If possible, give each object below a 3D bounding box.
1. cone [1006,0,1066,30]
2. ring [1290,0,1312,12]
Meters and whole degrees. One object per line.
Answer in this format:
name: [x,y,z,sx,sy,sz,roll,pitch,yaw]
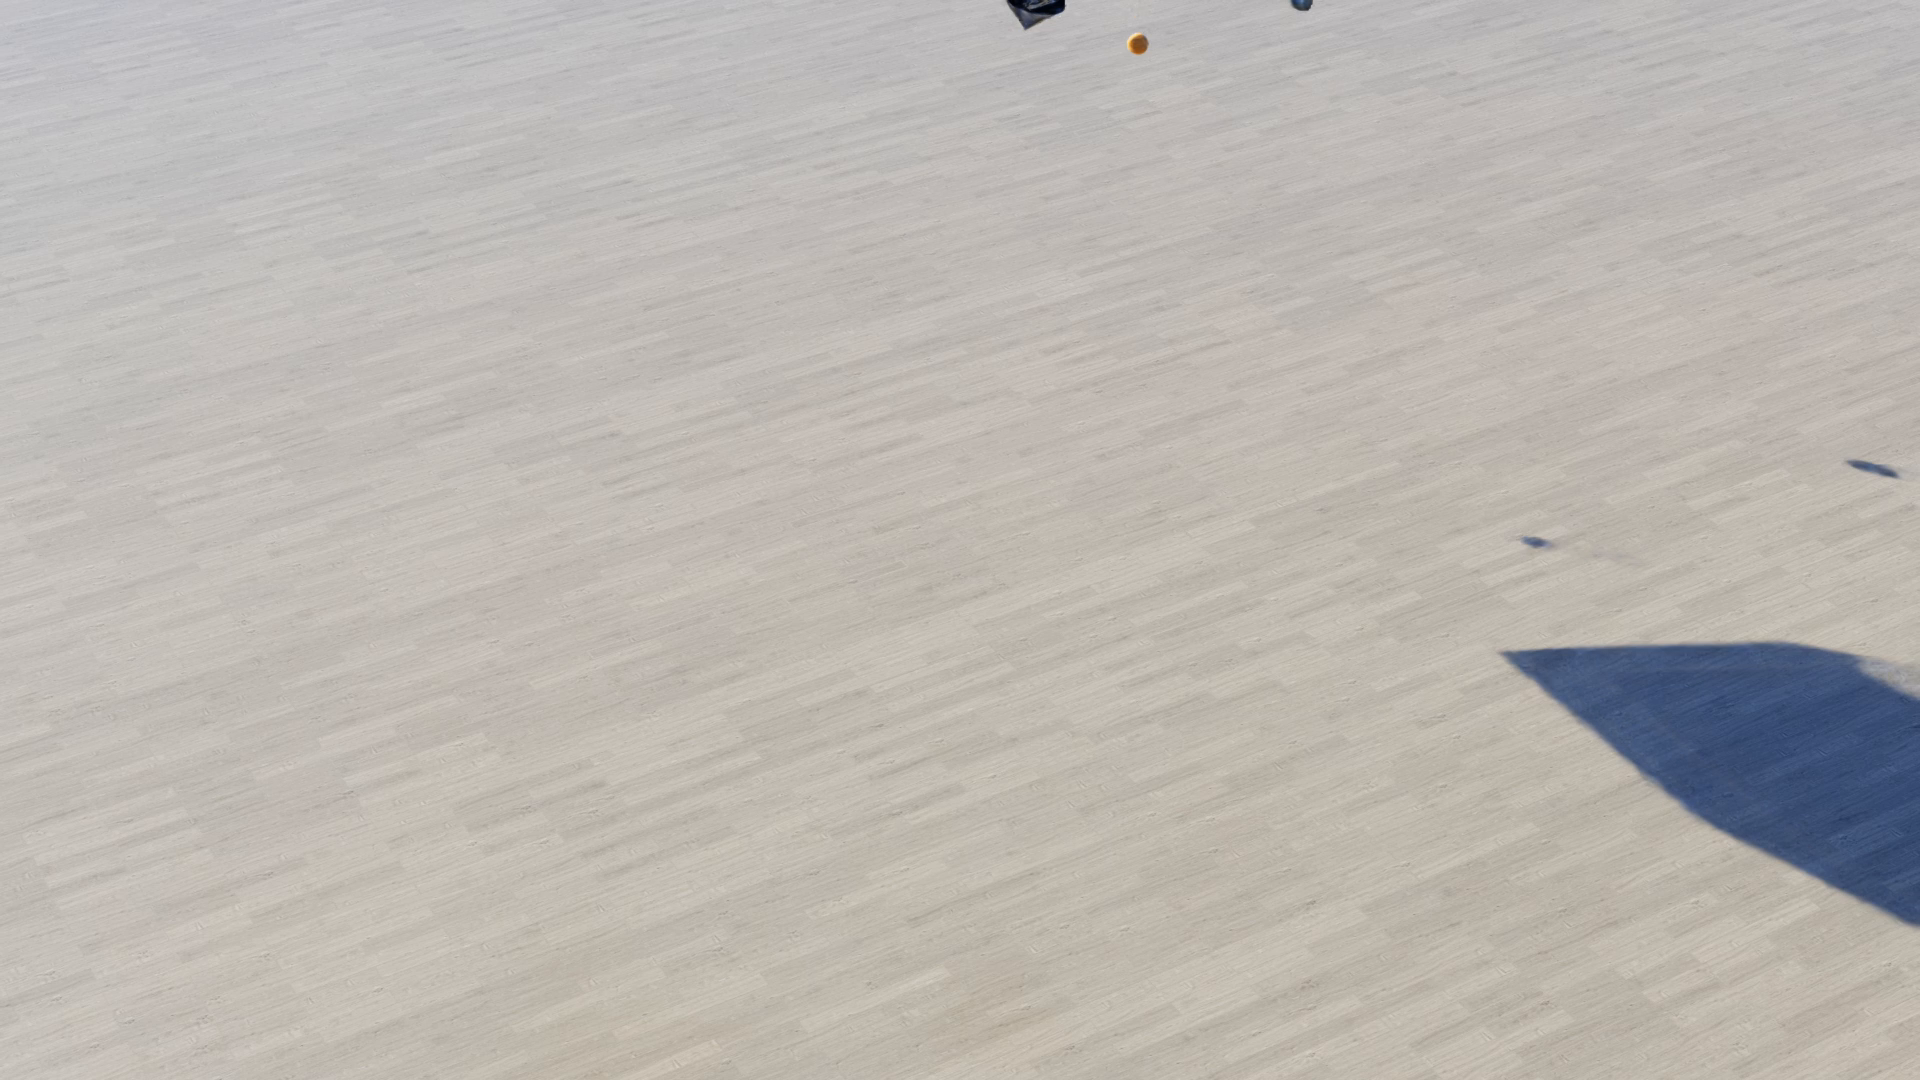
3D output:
cone: [0.217,-1.650,9.204,0.211,0.120,0.172,18,41,3]
ring: [1.006,-1.611,8.673,0.078,0.103,0.016,2,35,25]
